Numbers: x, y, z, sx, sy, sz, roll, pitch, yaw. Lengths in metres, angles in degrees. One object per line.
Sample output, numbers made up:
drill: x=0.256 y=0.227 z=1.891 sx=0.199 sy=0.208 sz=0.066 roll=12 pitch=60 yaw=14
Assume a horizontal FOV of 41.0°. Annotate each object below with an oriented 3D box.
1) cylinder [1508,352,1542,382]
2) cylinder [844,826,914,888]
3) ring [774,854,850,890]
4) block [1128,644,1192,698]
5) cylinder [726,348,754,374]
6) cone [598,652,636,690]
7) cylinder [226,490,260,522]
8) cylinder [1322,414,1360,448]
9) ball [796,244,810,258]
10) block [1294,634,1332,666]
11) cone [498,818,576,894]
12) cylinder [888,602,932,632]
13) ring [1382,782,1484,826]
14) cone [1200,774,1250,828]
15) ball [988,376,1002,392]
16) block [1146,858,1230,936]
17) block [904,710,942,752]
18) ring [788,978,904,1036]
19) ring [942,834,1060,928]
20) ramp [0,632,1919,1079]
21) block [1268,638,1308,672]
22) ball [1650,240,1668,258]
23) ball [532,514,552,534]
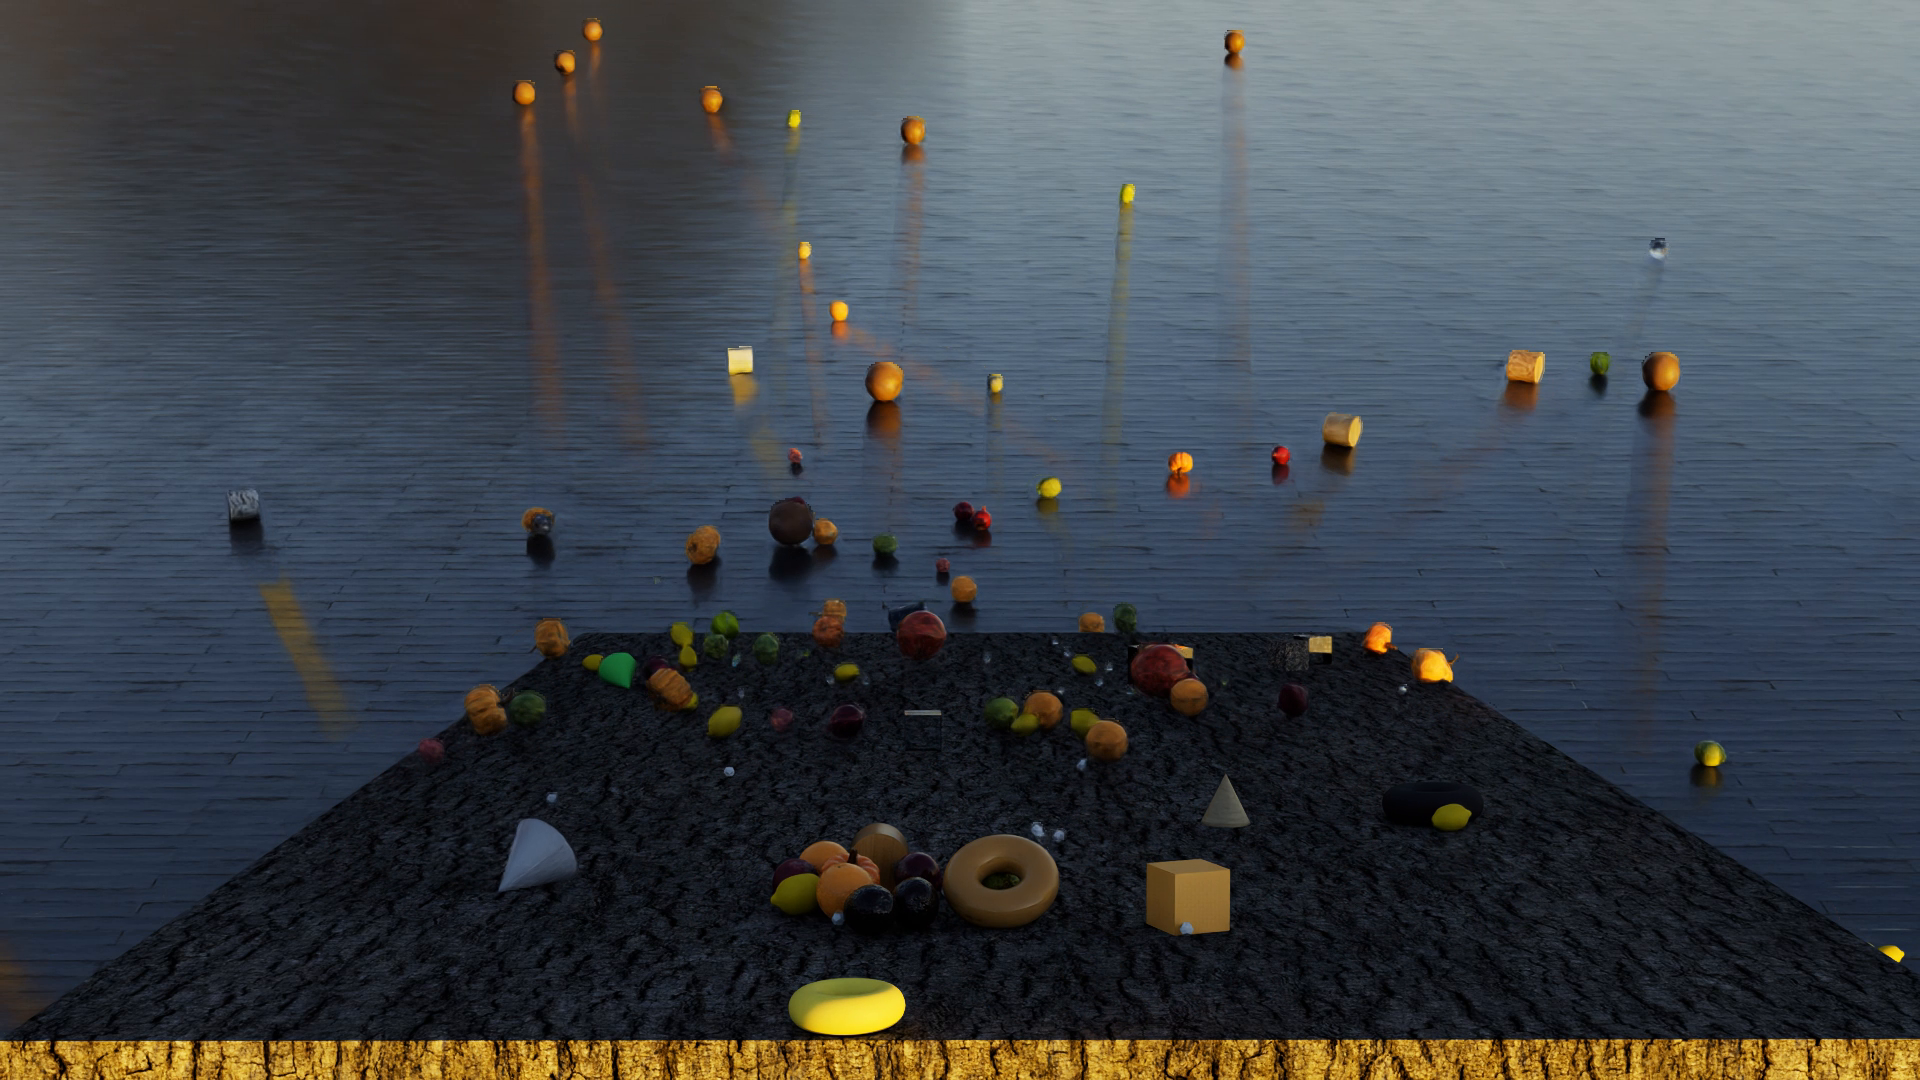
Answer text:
cylinder: x=1.988 y=-0.607 z=9.033 sx=0.098 sy=0.098 sz=0.098 roll=10 pitch=22 yaw=26
cylinder: x=-0.104 y=0.407 z=3.287 sx=0.077 sy=0.077 sz=0.077 roll=3 pitch=-8 yaw=8
ring: x=-0.189 y=0.428 z=3.312 sx=0.100 sy=0.033 sz=0.100 roll=-1 pitch=3 yaw=0
block: x=0.410 y=0.268 z=5.266 sx=0.098 sy=0.098 sz=0.098 roll=-2 pitch=4 yaw=-25
cylinder: x=-0.782 y=-0.636 z=9.135 sx=0.085 sy=0.085 sz=0.085 roll=-4 pitch=20 yaw=-10
cone: x=-0.708 y=0.292 z=5.388 sx=0.082 sy=0.082 sz=0.082 roll=-8 pitch=33 yaw=-22
cylinder: x=-2.132 y=-0.101 z=7.637 sx=0.083 sy=0.083 sz=0.083 roll=-8 pitch=21 yaw=-21
cylinder: x=1.238 y=-0.354 z=8.331 sx=0.093 sy=0.093 sz=0.093 roll=11 pitch=22 yaw=28
ball: x=-0.659 y=-1.214 z=10.800 sx=0.058 sy=0.058 sz=0.058 roll=0 pitch=20 yaw=0
block: x=0.800 y=0.249 z=5.827 sx=0.063 sy=0.063 sz=0.063 roll=-2 pitch=4 yaw=-26
cone: x=-0.561 y=0.424 z=3.288 sx=0.097 sy=0.097 sz=0.097 roll=12 pitch=37 yaw=31
cylinder: x=-0.129 y=0.218 z=6.692 sx=0.094 sy=0.094 sz=0.094 roll=-14 pitch=19 yaw=4
ring: x=0.697 y=0.389 z=3.787 sx=0.148 sy=0.049 sz=0.148 roll=-1 pitch=3 yaw=0
cone: x=0.389 y=0.378 z=3.758 sx=0.074 sy=0.074 sz=0.074 roll=0 pitch=4 yaw=0
ball: x=0.122 y=-0.541 z=8.915 sx=0.054 sy=0.054 sz=0.054 roll=0 pitch=20 yaw=0
block: x=0.271 y=0.424 z=3.052 sx=0.073 sy=0.073 sz=0.073 roll=-2 pitch=4 yaw=-23
block: x=-0.065 y=0.335 z=4.507 sx=0.064 sy=0.064 sz=0.064 roll=0 pitch=4 yaw=-2
ring: x=-0.114 y=0.471 z=2.594 sx=0.118 sy=0.039 sz=0.118 roll=-1 pitch=3 yaw=0
ring: x=0.049 y=0.411 z=3.091 sx=0.142 sy=0.047 sz=0.142 roll=-3 pitch=37 yaw=2
ramp: x=0.046 y=0.415 z=4.536 sx=2.000 sy=0.100 sz=4.000 roll=0 pitch=4 yaw=0
block: x=0.732 y=0.256 z=5.717 sx=0.064 sy=0.064 sz=0.064 roll=-2 pitch=4 yaw=-30
ball: x=2.938 y=-1.220 z=10.793 sx=0.075 sy=0.075 sz=0.075 roll=0 pitch=20 yaw=0
ball: x=-1.211 y=-0.045 z=7.435 sx=0.059 sy=0.059 sz=0.059 roll=0 pitch=20 yaw=0
